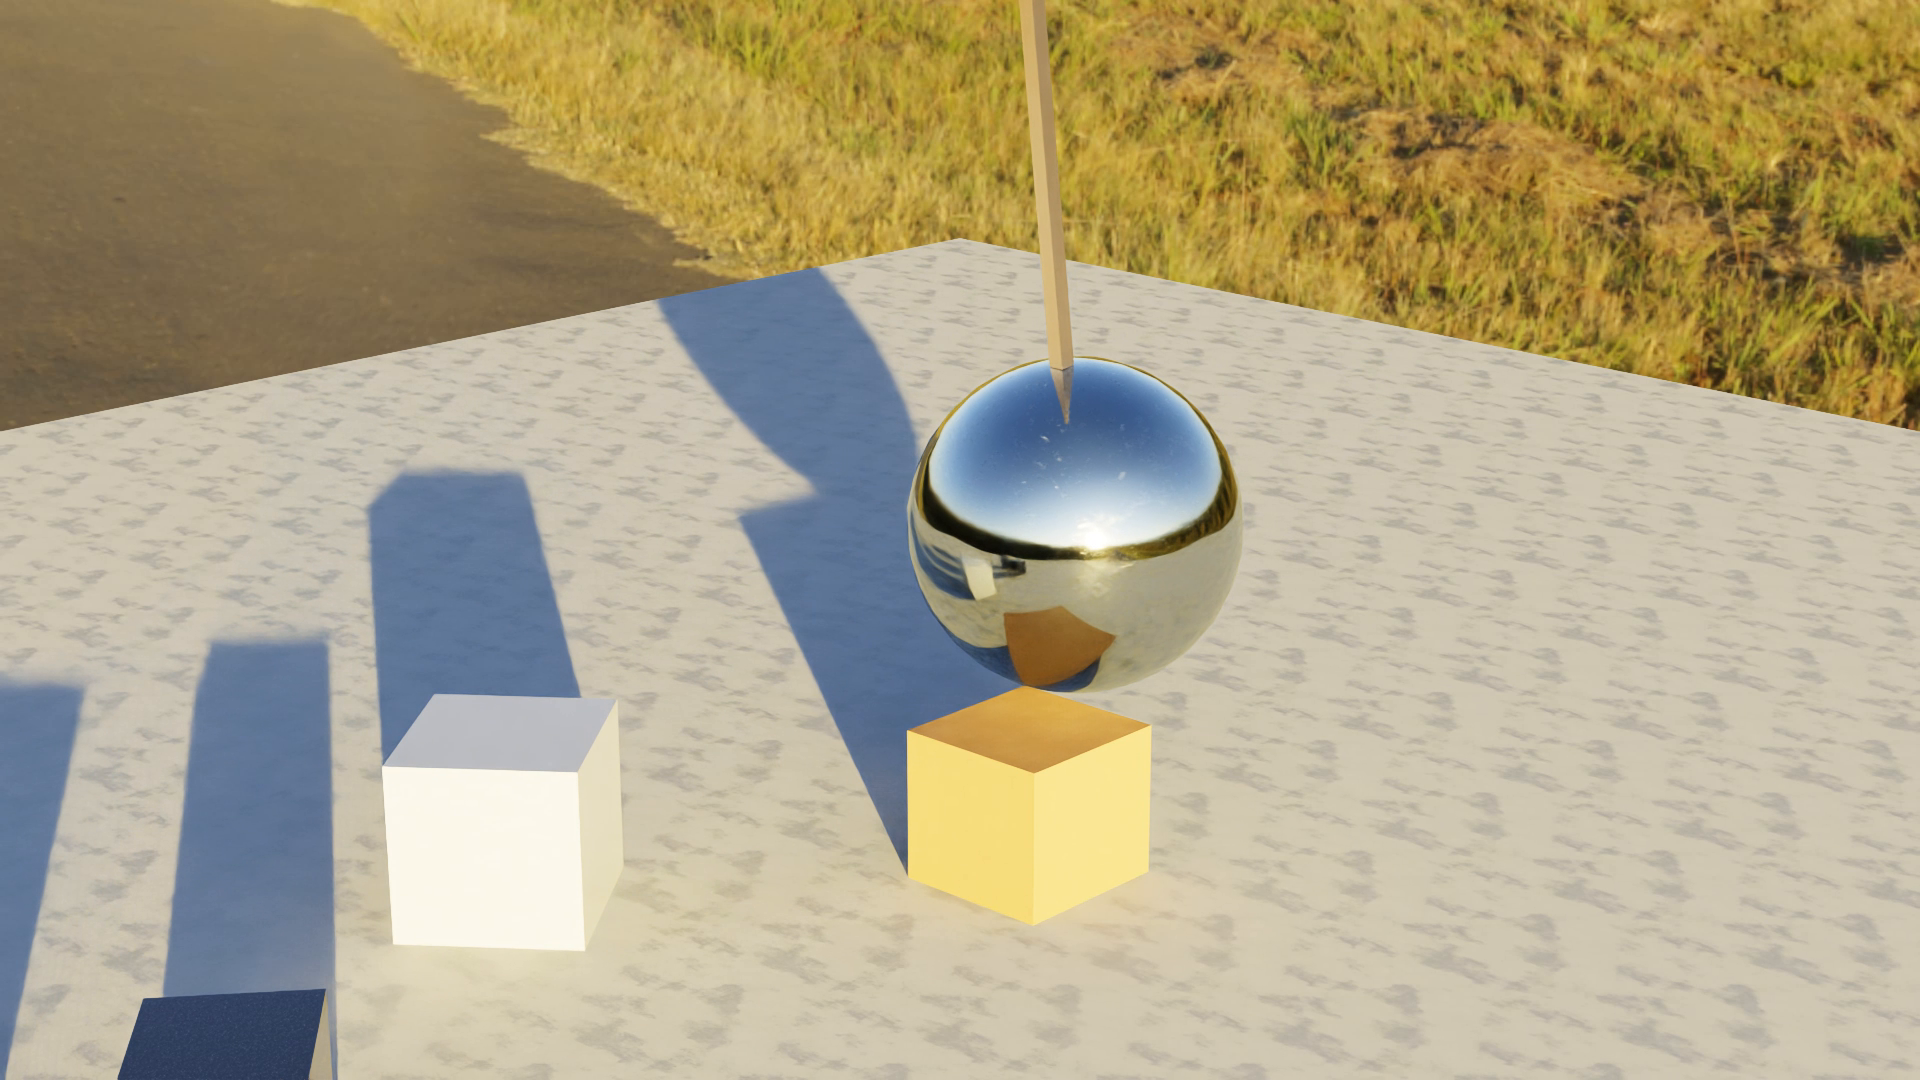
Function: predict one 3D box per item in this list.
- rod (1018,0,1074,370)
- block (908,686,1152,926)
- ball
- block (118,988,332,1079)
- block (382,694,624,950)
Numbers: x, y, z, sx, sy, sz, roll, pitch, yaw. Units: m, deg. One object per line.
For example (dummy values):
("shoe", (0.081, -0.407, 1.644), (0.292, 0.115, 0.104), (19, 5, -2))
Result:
("rod", (0.236, -3.196, 12.585), (0.080, 5.200, 0.080), (17, 31, 42))
("block", (0.314, 1.192, 13.350), (0.764, 0.721, 0.799), (16, 23, 40))
("ball", (0.544, -0.072, 13.890), (1.600, 1.600, 1.600), (0, 17, 0))
("block", (-2.575, 2.114, 10.351), (0.647, 0.759, 0.760), (-2, 18, -6))
("block", (-2.008, 1.239, 13.019), (0.843, 0.828, 0.890), (1, 17, 4))
